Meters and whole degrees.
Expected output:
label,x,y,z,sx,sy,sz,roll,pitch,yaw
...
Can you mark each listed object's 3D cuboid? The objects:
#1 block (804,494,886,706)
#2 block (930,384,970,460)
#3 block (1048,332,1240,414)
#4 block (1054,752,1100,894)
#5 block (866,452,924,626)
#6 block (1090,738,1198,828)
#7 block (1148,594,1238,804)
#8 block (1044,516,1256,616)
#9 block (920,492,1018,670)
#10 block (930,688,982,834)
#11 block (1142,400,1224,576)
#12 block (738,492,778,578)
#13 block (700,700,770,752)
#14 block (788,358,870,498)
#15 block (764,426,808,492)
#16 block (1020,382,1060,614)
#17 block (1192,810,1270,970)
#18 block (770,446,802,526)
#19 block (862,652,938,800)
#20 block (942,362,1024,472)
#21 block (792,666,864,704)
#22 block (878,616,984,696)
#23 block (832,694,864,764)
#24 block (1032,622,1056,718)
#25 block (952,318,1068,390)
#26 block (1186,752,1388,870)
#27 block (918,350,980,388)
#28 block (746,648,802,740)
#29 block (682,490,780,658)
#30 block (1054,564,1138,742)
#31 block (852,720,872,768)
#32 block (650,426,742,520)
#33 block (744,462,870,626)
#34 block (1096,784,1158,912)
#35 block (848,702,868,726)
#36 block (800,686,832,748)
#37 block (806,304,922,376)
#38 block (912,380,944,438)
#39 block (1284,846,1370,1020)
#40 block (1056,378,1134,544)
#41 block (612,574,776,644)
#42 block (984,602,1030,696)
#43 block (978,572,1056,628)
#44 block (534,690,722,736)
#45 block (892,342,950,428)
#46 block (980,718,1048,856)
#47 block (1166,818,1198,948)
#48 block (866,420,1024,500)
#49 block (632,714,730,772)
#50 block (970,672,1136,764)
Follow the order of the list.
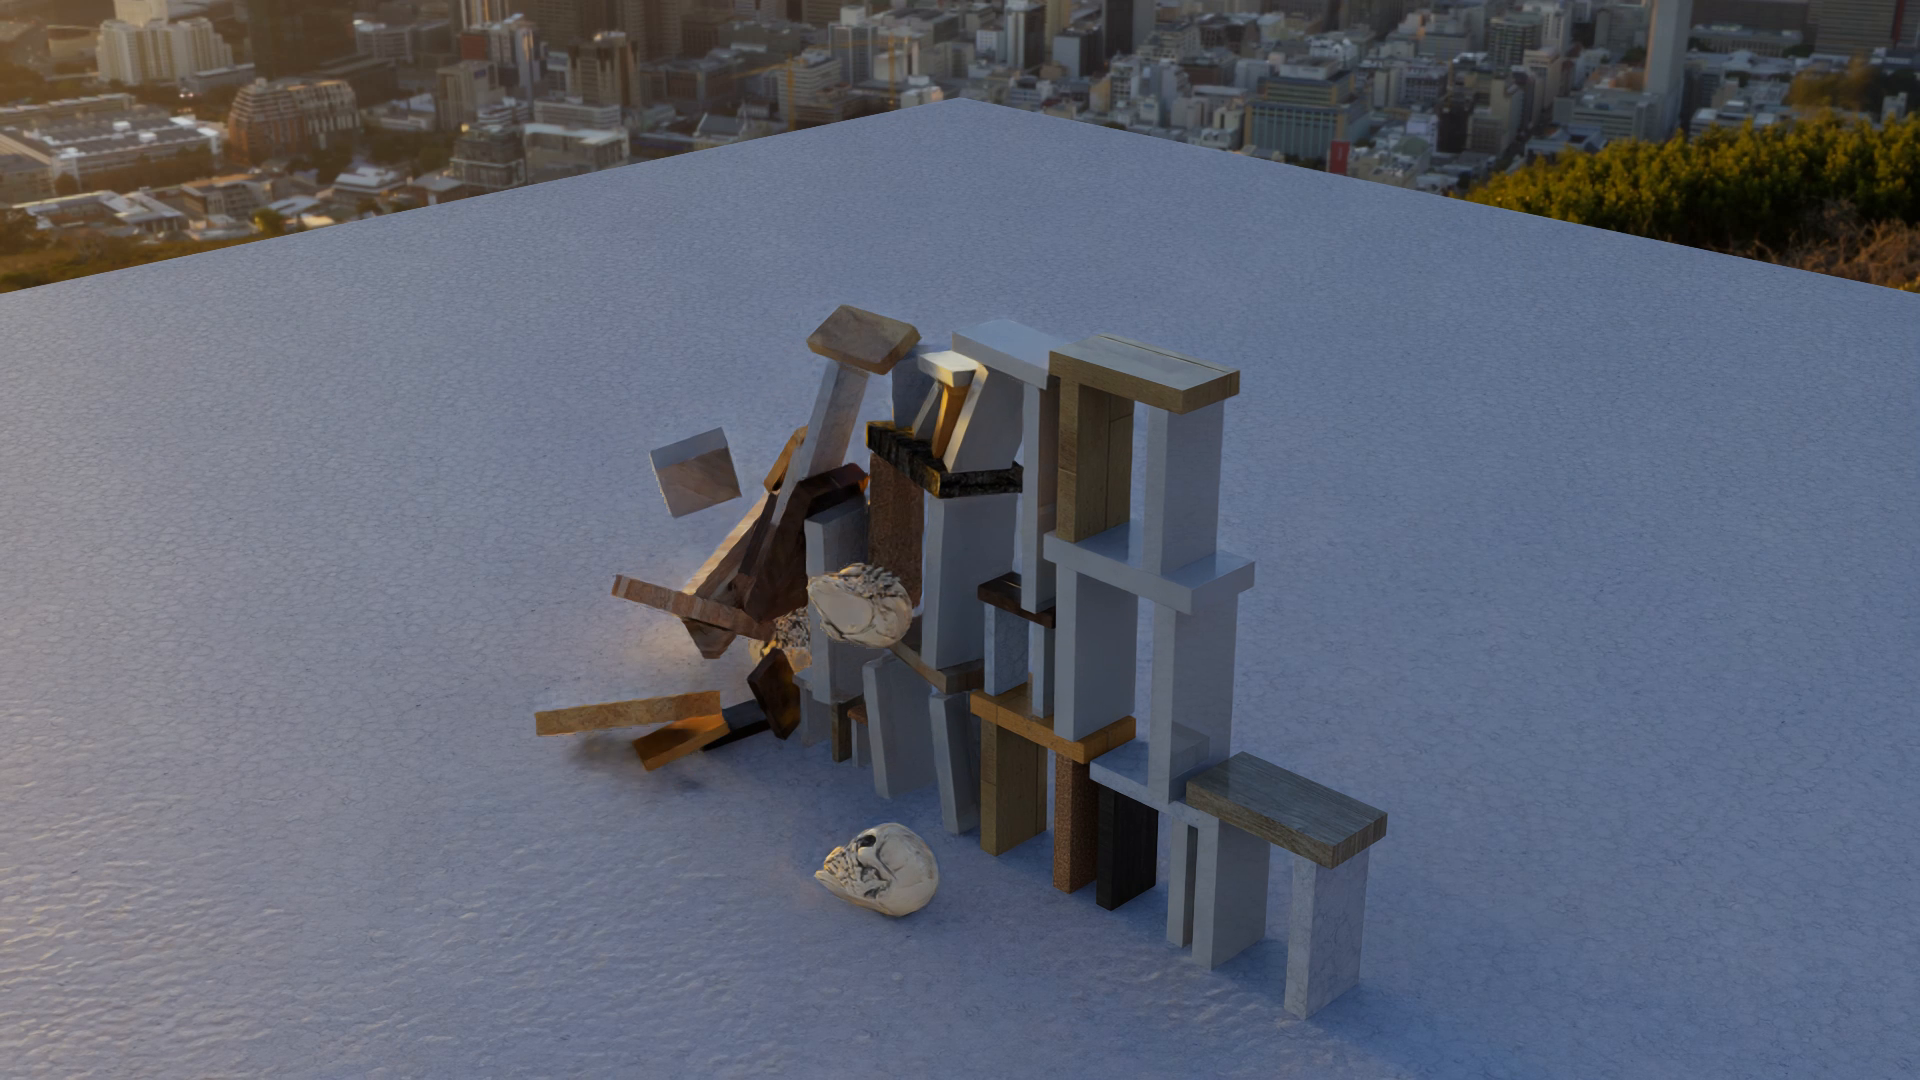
label,x,y,z,sx,sy,sz,roll,pitch,yaw
block,-0.233,0.123,4.525,0.050,0.403,0.175,17,29,36
block,0.011,-0.227,4.159,0.102,0.204,0.029,-6,59,-13
block,0.313,-0.287,3.761,0.150,0.042,0.300,-21,31,-40
block,0.244,0.513,4.178,0.041,0.292,0.146,21,31,41
block,-0.131,-0.019,4.529,0.050,0.354,0.177,7,16,19
block,0.376,0.441,4.010,0.259,0.037,0.130,21,31,41
block,0.412,0.264,3.895,0.171,0.380,0.049,-21,31,-41
block,0.331,0.035,3.886,0.171,0.049,0.343,-21,31,-41
block,0.018,0.066,4.300,0.177,0.354,0.050,-12,25,-35
block,0.019,0.427,4.384,0.143,0.286,0.041,-21,23,-41
block,0.382,-0.103,3.764,0.150,0.300,0.042,-21,31,-41
block,-0.410,-0.009,4.592,0.025,0.177,0.089,22,-2,7
block,-0.501,0.402,4.779,0.193,0.027,0.096,-17,28,-34
block,-0.259,-0.229,4.423,0.031,0.331,0.110,35,34,25
block,-0.334,-0.172,4.537,0.089,0.177,0.025,-21,65,-44
block,0.171,-0.089,3.999,0.037,0.439,0.130,21,31,40
block,0.489,0.600,3.946,0.044,0.313,0.157,21,31,41
block,-0.326,-0.115,4.511,0.025,0.177,0.089,33,28,26
block,-0.119,0.373,4.512,0.143,0.286,0.041,-19,21,-38
block,0.067,-0.233,4.093,0.130,0.259,0.037,-5,49,-26
block,-0.276,0.302,4.645,0.147,0.021,0.073,19,30,38
block,-0.034,0.226,4.433,0.143,0.041,0.286,-10,24,-28
block,-0.237,0.391,4.650,0.021,0.147,0.073,22,32,40
block,0.179,0.230,4.123,0.027,0.191,0.095,21,31,40
block,0.118,-0.337,3.965,0.130,0.037,0.259,-18,31,-37
block,0.563,0.464,3.808,0.313,0.044,0.157,21,31,41
block,0.001,-0.324,4.133,0.102,0.029,0.204,-8,16,-18
block,-0.387,0.330,4.708,0.027,0.193,0.096,17,54,34
block,-0.484,0.039,5.240,0.047,0.167,0.553,-3,36,37
block,0.251,0.183,4.037,0.171,0.343,0.049,-21,31,-41
block,-0.201,0.419,4.628,0.016,0.113,0.057,21,31,41
block,-0.592,-0.148,4.956,0.166,0.047,0.333,-20,-17,-7
block,-0.318,0.008,4.543,0.050,0.350,0.175,41,37,22
block,0.315,0.554,4.124,0.037,0.259,0.130,21,31,41
block,-0.174,0.370,4.578,0.113,0.016,0.057,21,31,41
block,-0.307,0.364,4.714,0.021,0.147,0.073,22,31,41
block,-0.188,-0.390,4.267,0.220,0.031,0.110,22,62,44
block,-0.018,-0.254,4.267,0.102,0.204,0.029,0,67,-16
block,0.637,0.658,3.810,0.044,0.313,0.157,21,31,41
block,0.241,-0.158,3.894,0.042,0.300,0.150,22,31,40
block,-0.590,0.152,4.866,0.333,0.047,0.167,14,-7,29
block,0.089,0.195,4.205,0.027,0.191,0.095,21,31,40
block,0.134,0.112,4.121,0.191,0.027,0.095,21,31,40
block,-0.700,0.365,4.638,0.350,0.050,0.175,-8,-3,26
block,-0.077,-0.303,4.324,0.110,0.220,0.031,-8,57,-6
block,0.107,0.459,4.305,0.041,0.292,0.146,21,31,41
block,0.438,0.601,4.012,0.037,0.259,0.130,21,31,41
block,-0.034,-0.165,4.333,0.177,0.050,0.354,-5,21,-25
block,-0.591,0.419,4.665,0.193,0.027,0.096,-25,29,-12
block,0.175,0.333,4.176,0.292,0.041,0.146,21,31,41
